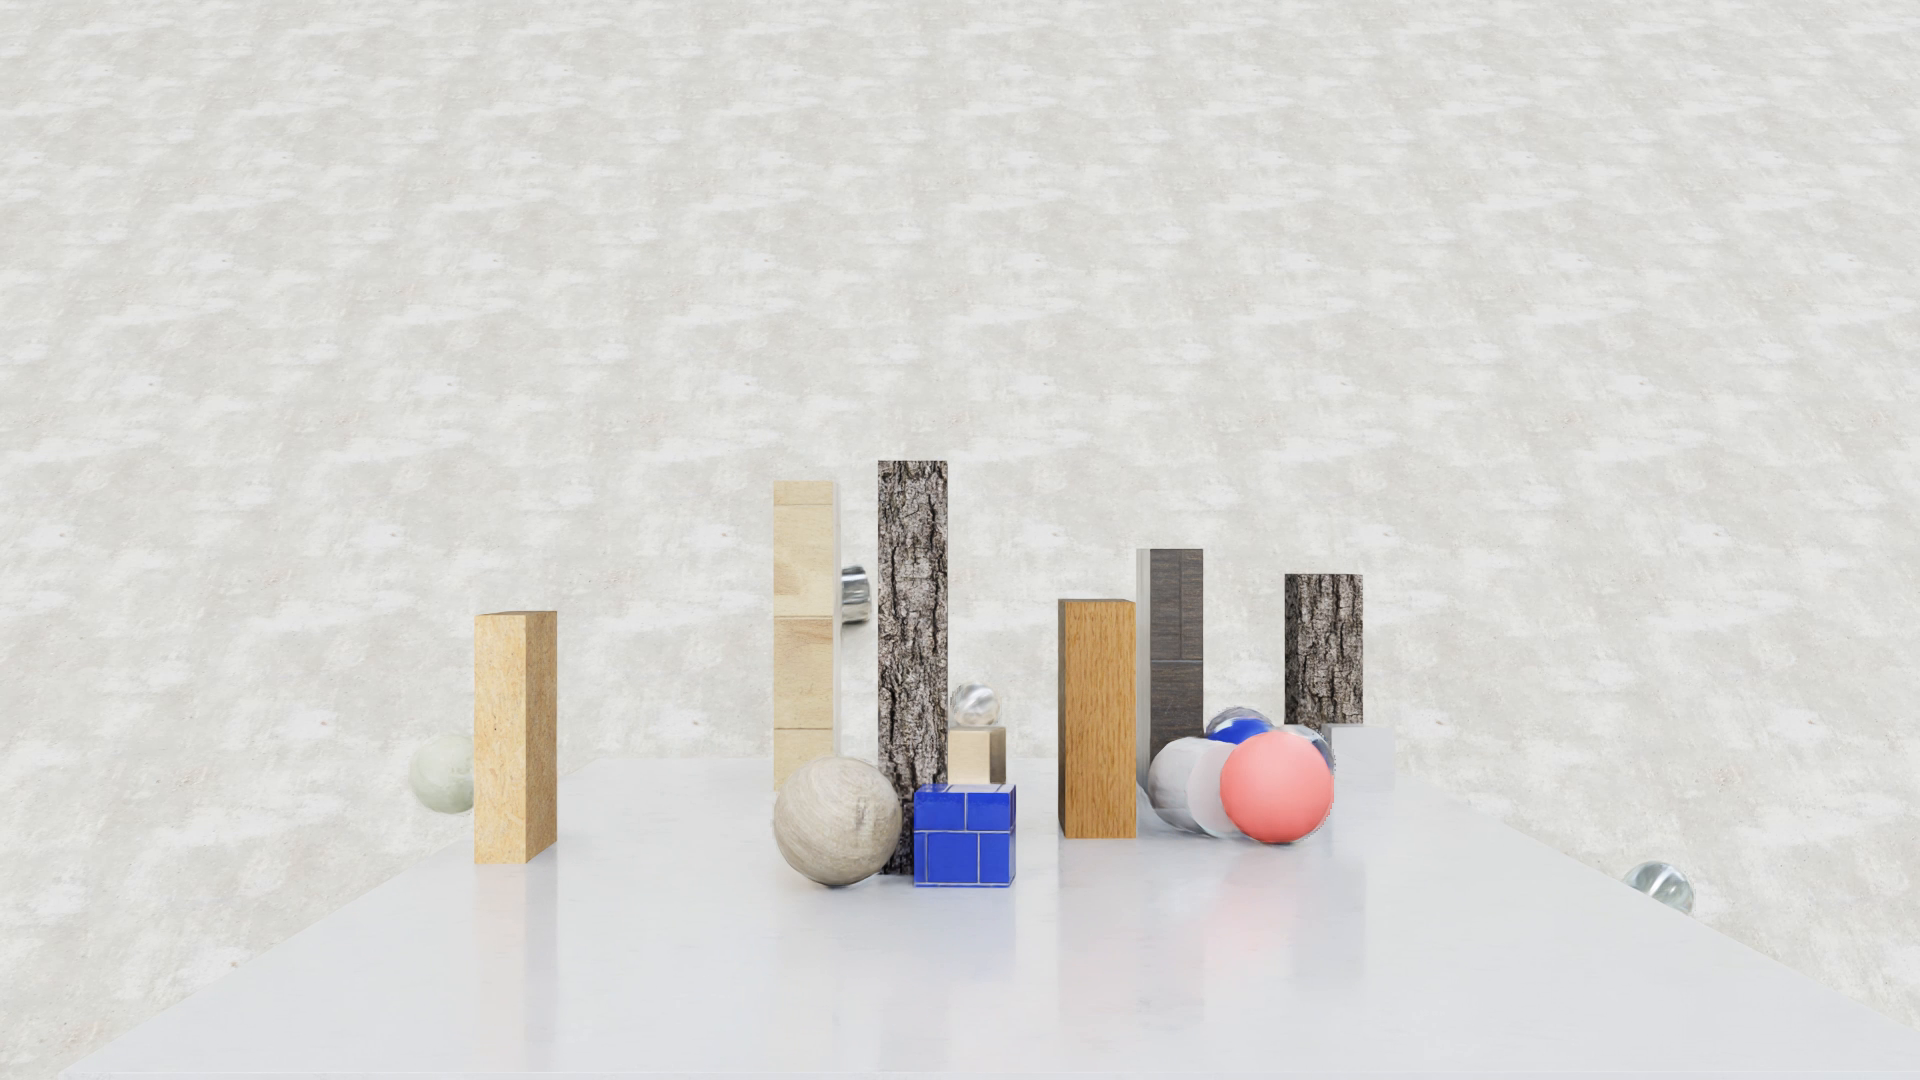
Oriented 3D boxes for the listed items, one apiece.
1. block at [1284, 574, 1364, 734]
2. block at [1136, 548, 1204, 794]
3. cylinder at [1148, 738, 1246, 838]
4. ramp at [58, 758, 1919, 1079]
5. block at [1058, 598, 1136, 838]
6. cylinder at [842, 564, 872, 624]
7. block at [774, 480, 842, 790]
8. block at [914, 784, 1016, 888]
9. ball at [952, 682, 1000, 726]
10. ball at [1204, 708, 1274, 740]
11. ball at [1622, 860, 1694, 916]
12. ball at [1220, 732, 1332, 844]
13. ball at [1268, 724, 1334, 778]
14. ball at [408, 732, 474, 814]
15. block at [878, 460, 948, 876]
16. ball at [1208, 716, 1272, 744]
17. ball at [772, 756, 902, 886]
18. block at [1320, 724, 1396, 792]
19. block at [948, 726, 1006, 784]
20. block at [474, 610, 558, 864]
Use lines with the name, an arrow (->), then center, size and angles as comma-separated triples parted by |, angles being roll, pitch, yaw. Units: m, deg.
block -> 0.843, 0.319, 6.009 | 0.148, 0.481, 0.243 | 0, 0, 0
block -> 0.467, 0.289, 5.796 | 0.115, 0.540, 0.439 | 0, 0, 0
cylinder -> 0.471, 0.468, 4.896 | 0.177, 0.177, 0.177 | -12, 4, -20
ramp -> 0.068, 0.606, 4.671 | 2.000, 0.100, 4.000 | 0, 0, 0
block -> 0.262, 0.337, 5.008 | 0.131, 0.440, 0.372 | 0, 0, 0
cylinder -> -0.353, 0.160, 7.358 | 0.162, 0.162, 0.162 | -8, 31, -18
block -> -0.350, 0.214, 5.978 | 0.133, 0.692, 0.407 | 0, 0, 0
block -> 0.010, 0.478, 4.201 | 0.151, 0.151, 0.151 | 0, 0, 5
ball -> 0.042, 0.443, 6.915 | 0.130, 0.130, 0.130 | 0, 31, 0
ball -> 0.642, 0.471, 5.919 | 0.177, 0.177, 0.177 | 0, 31, 0
ball -> 1.660, 0.853, 6.174 | 0.175, 0.175, 0.175 | 0, 31, 0
ball -> 0.577, 0.452, 4.732 | 0.205, 0.205, 0.205 | 0, 31, 0
ball -> 0.688, 0.470, 5.373 | 0.176, 0.176, 0.176 | 0, 31, 0
ball -> -1.232, 0.565, 6.274 | 0.203, 0.203, 0.203 | 0, 31, 0
block -> -0.079, 0.212, 4.433 | 0.115, 0.686, 0.298 | 0, 0, 0
ball -> 0.609, 0.466, 5.540 | 0.177, 0.177, 0.177 | 0, 31, 0
ball -> -0.196, 0.450, 4.153 | 0.208, 0.208, 0.208 | 0, 31, 0
block -> 0.893, 0.488, 5.815 | 0.142, 0.142, 0.142 | 0, 0, -2
block -> 0.009, 0.483, 5.581 | 0.152, 0.152, 0.152 | 0, 0, 15
block -> -0.790, 0.343, 4.620 | 0.088, 0.426, 0.353 | 0, 0, 0
